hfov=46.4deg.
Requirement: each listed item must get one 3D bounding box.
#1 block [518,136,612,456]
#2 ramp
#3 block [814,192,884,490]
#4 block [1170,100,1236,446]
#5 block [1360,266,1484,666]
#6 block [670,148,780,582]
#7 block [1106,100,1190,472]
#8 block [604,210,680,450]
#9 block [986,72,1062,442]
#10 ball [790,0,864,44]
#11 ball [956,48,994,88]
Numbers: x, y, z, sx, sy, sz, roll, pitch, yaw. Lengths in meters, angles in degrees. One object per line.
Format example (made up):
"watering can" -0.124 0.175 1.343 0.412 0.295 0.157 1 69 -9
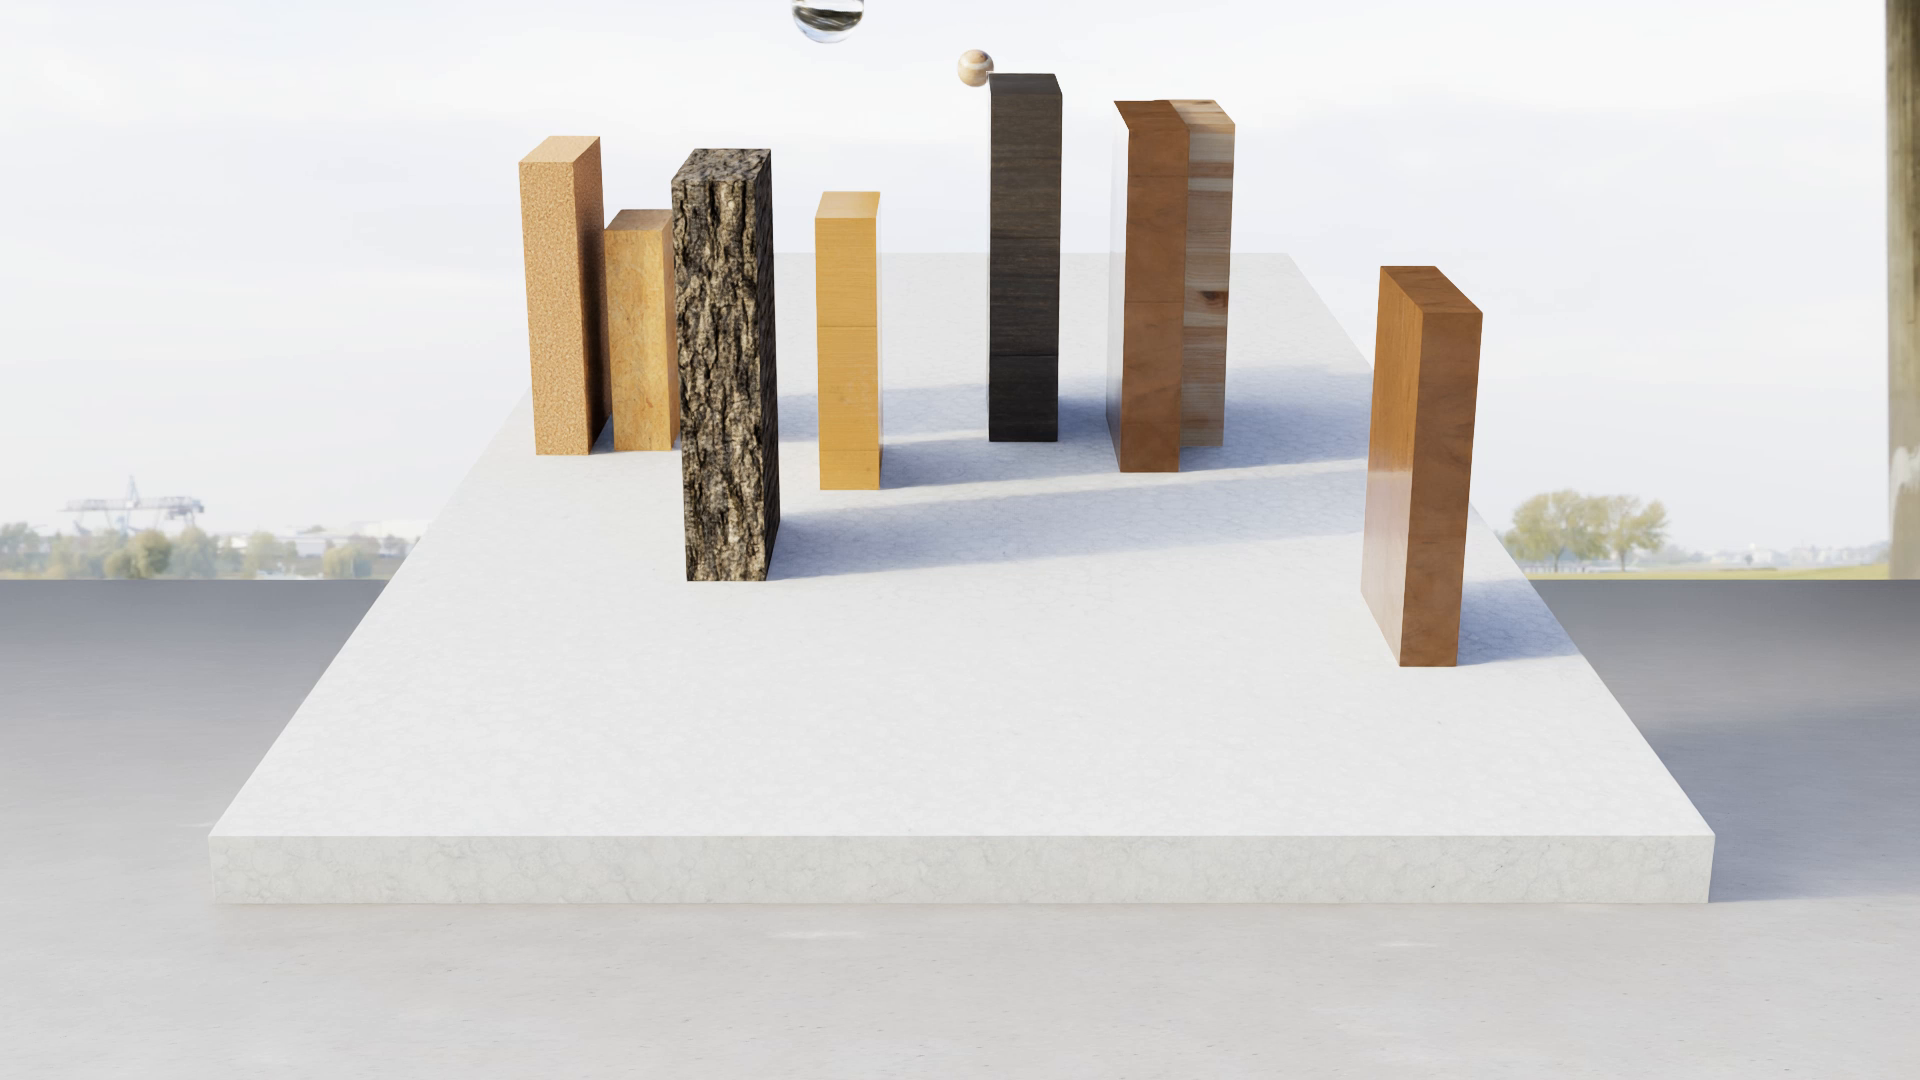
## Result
"block" -0.832 -0.525 4.764 0.109 0.611 0.372 0 18 0
"ramp" -0.004 -0.191 4.888 2.000 0.100 4.000 0 18 0
"block" -0.220 -0.405 4.513 0.118 0.543 0.308 0 18 0
"block" 0.492 -0.583 4.836 0.131 0.679 0.391 0 18 0
"block" 0.741 -0.127 3.632 0.090 0.572 0.356 0 18 0
"block" -0.411 -0.318 3.994 0.139 0.704 0.361 0 18 0
"block" 0.385 -0.537 4.673 0.119 0.694 0.445 0 18 0
"block" -0.667 -0.448 4.761 0.118 0.468 0.248 0 18 0
"block" 0.135 -0.616 4.850 0.147 0.733 0.377 0 18 0
"ball" -0.369 -1.487 6.243 0.207 0.207 0.207 0 -1 0
"ball" 0.048 -1.426 6.779 0.114 0.114 0.114 0 -1 0
